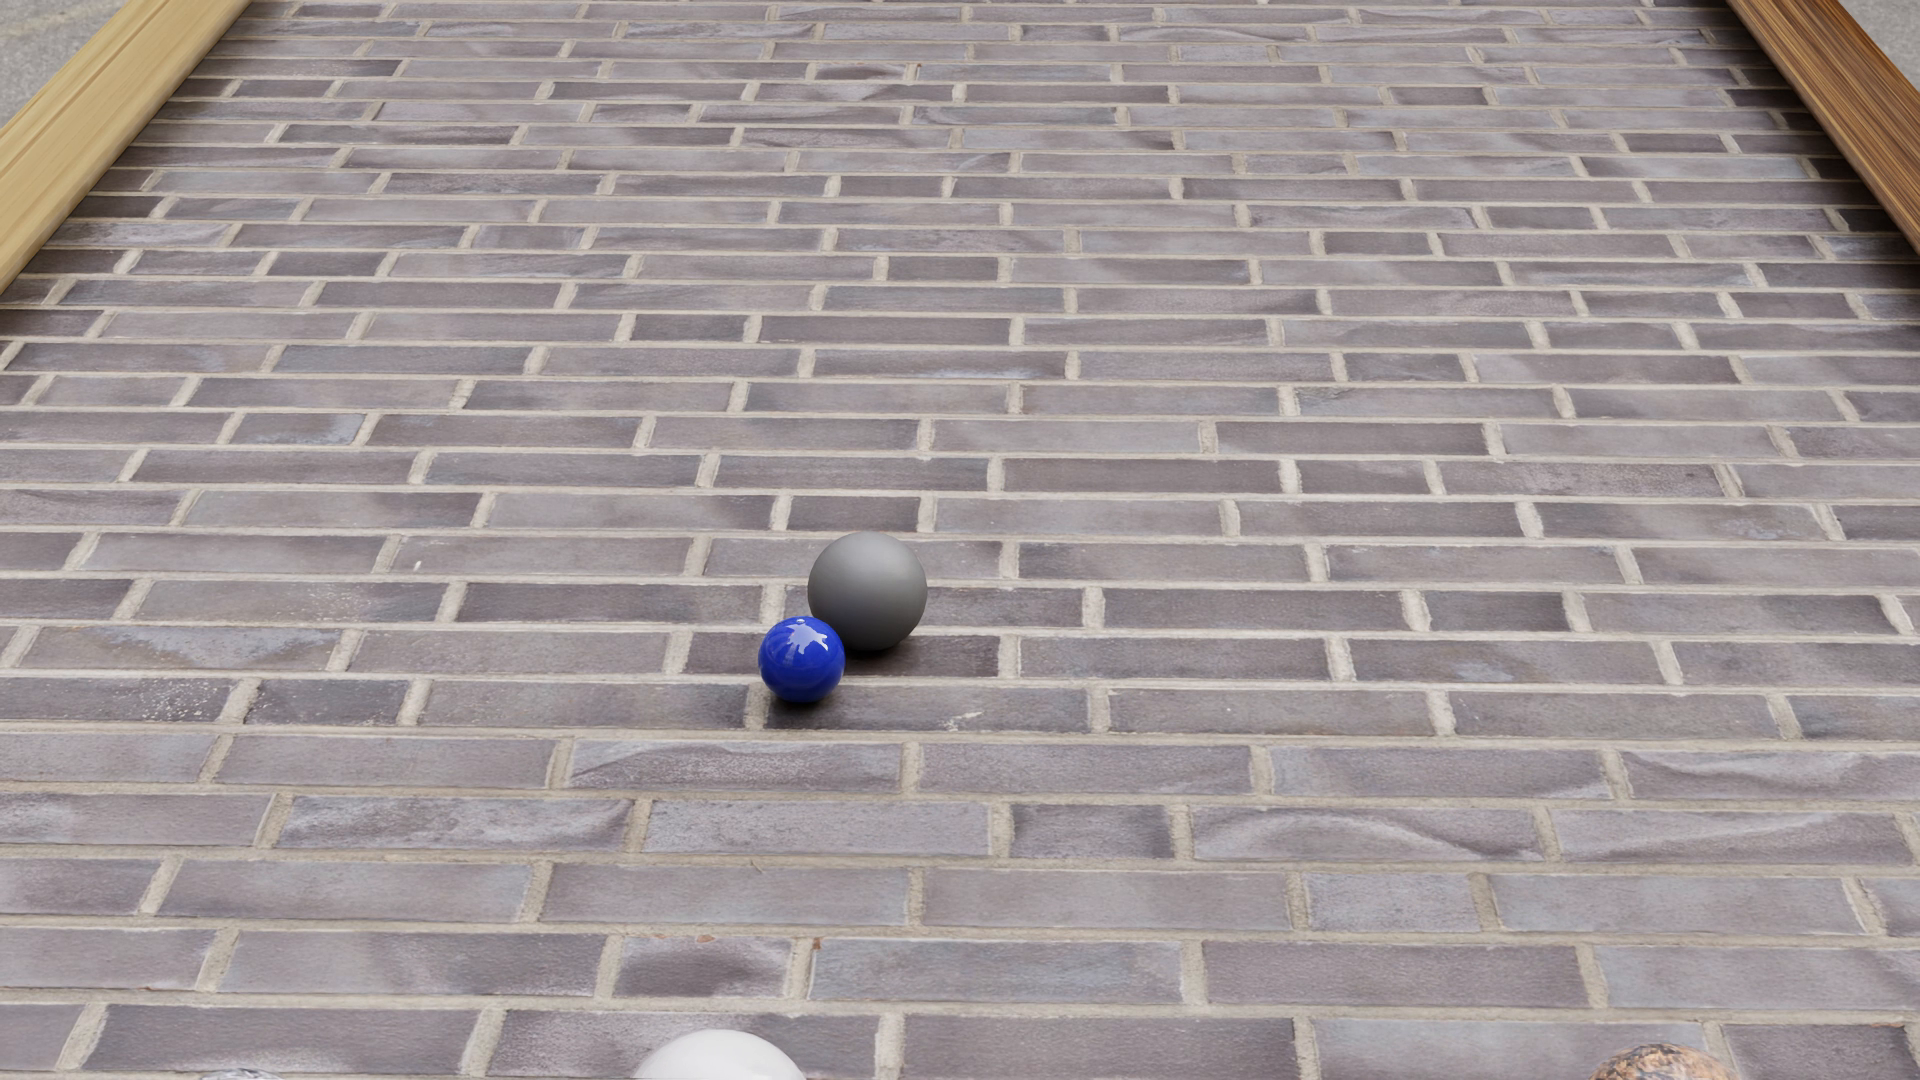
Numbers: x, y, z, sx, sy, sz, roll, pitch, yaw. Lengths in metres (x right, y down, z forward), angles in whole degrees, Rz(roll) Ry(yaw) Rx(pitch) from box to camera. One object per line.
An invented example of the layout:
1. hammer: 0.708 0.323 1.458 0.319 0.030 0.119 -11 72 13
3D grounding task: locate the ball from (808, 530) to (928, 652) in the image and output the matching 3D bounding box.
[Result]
1. ball: -0.057 0.032 1.811 0.074 0.074 0.074 0 26 0

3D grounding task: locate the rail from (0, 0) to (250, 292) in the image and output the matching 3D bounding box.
1. rail: -0.743 -0.341 2.514 0.045 0.118 2.833 1 26 1

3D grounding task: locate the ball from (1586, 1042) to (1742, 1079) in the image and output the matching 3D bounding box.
1. ball: 0.316 0.269 1.315 0.087 0.087 0.087 0 26 0

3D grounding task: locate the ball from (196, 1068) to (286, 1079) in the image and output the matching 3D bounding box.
1. ball: -0.323 0.275 1.316 0.076 0.076 0.076 0 26 0

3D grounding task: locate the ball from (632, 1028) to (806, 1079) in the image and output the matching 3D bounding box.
1. ball: -0.109 0.265 1.318 0.091 0.091 0.091 0 26 0

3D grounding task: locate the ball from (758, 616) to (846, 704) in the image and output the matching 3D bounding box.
1. ball: -0.094 0.071 1.754 0.053 0.053 0.053 0 26 0

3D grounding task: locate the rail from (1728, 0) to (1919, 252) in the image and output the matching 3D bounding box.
1. rail: 0.775 -0.326 2.484 0.045 0.118 2.833 1 26 1
